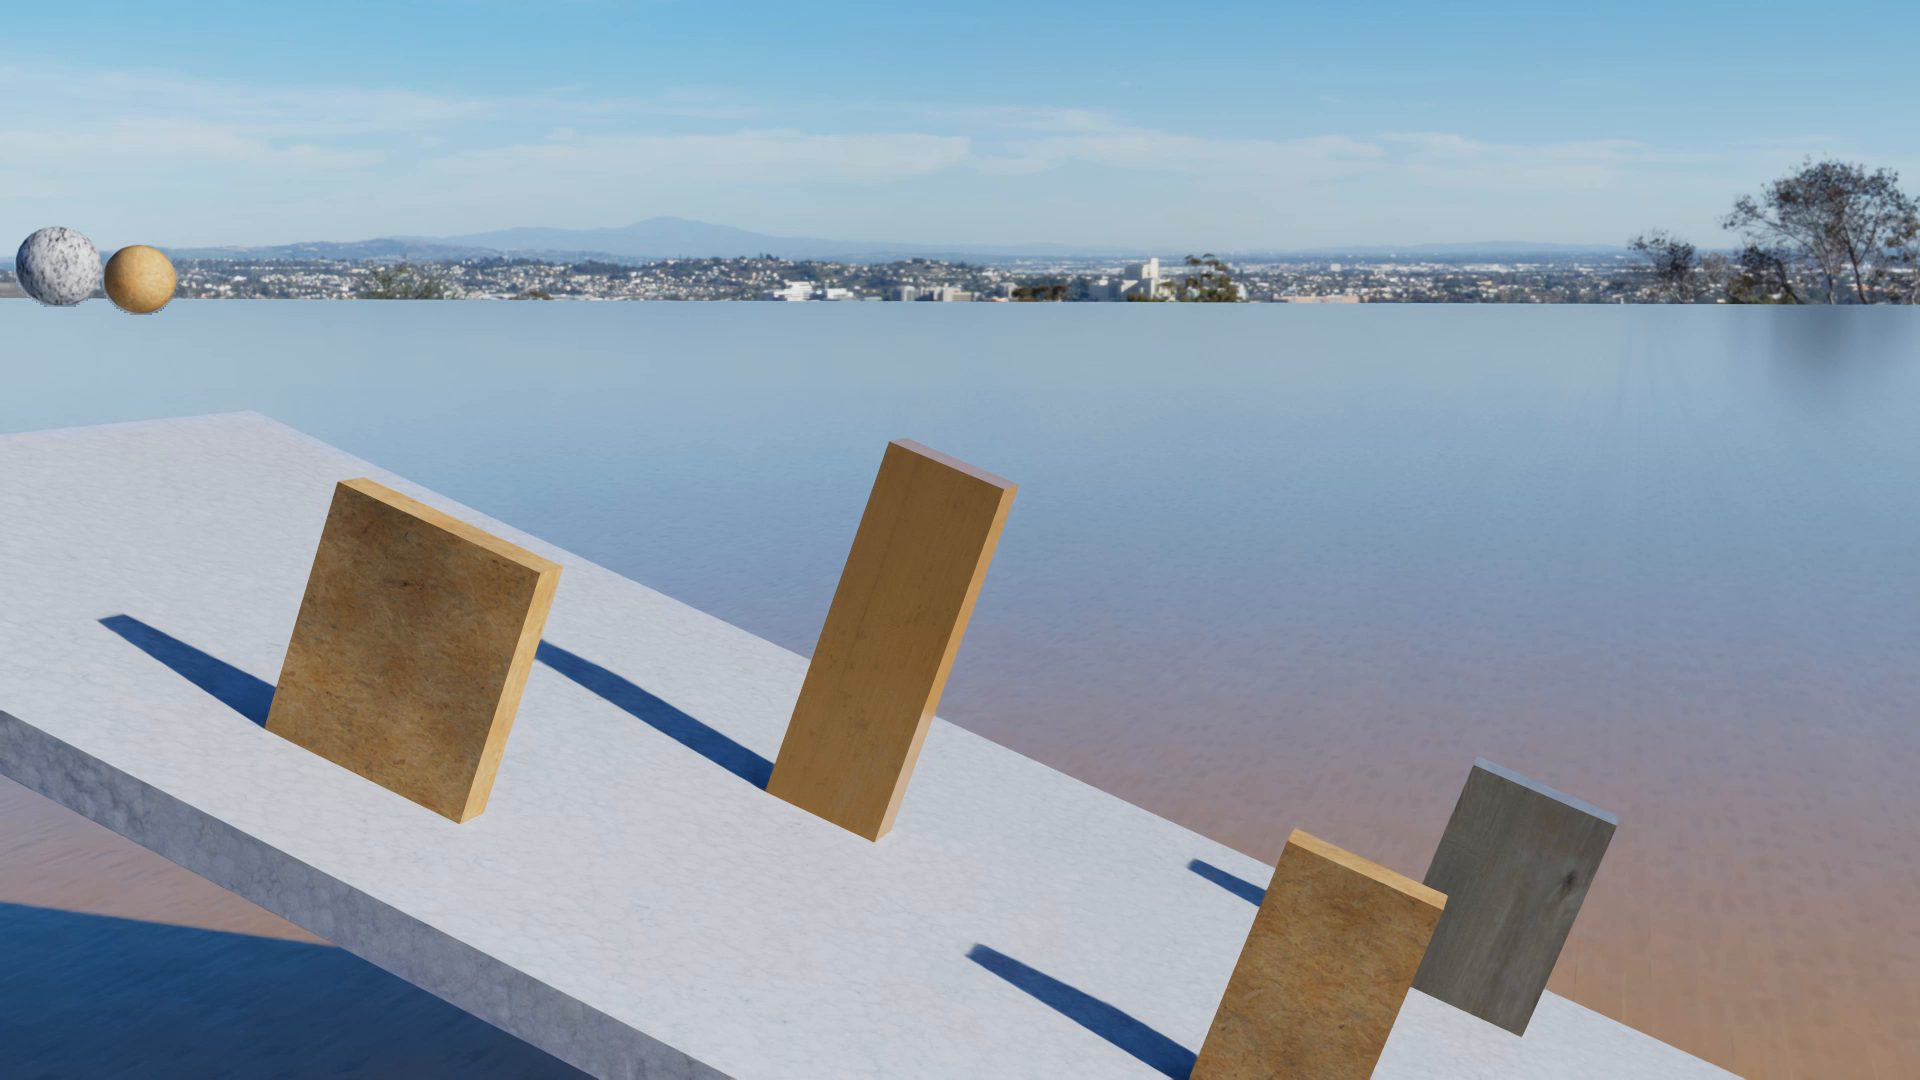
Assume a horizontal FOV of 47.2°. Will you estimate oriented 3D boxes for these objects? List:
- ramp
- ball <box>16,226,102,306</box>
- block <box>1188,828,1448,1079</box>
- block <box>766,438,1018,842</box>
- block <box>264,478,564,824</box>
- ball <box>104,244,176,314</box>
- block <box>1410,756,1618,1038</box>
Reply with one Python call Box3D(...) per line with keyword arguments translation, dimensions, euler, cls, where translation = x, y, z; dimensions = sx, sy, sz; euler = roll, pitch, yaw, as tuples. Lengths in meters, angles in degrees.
Box3D(translation=(-0.326, 0.591, 4.206), dimensions=(4.000, 0.100, 2.000), euler=(23, 13, 13), cls="ramp")
Box3D(translation=(-1.812, -0.550, 4.421), dimensions=(0.160, 0.160, 0.160), euler=(0, 7, 0), cls="ball")
Box3D(translation=(0.588, 0.749, 3.643), dimensions=(0.269, 0.464, 0.087), euler=(23, 13, 13), cls="block")
Box3D(translation=(-0.135, 0.194, 4.245), dimensions=(0.242, 0.740, 0.101), euler=(23, 13, 13), cls="block")
Box3D(translation=(-0.924, 0.184, 3.706), dimensions=(0.397, 0.459, 0.081), euler=(23, 13, 13), cls="block")
Box3D(translation=(-1.781, -0.567, 4.777), dimensions=(0.149, 0.149, 0.149), euler=(0, 7, 0), cls="ball")
Box3D(translation=(1.103, 0.728, 4.496), dimensions=(0.300, 0.484, 0.090), euler=(23, 13, 13), cls="block")
